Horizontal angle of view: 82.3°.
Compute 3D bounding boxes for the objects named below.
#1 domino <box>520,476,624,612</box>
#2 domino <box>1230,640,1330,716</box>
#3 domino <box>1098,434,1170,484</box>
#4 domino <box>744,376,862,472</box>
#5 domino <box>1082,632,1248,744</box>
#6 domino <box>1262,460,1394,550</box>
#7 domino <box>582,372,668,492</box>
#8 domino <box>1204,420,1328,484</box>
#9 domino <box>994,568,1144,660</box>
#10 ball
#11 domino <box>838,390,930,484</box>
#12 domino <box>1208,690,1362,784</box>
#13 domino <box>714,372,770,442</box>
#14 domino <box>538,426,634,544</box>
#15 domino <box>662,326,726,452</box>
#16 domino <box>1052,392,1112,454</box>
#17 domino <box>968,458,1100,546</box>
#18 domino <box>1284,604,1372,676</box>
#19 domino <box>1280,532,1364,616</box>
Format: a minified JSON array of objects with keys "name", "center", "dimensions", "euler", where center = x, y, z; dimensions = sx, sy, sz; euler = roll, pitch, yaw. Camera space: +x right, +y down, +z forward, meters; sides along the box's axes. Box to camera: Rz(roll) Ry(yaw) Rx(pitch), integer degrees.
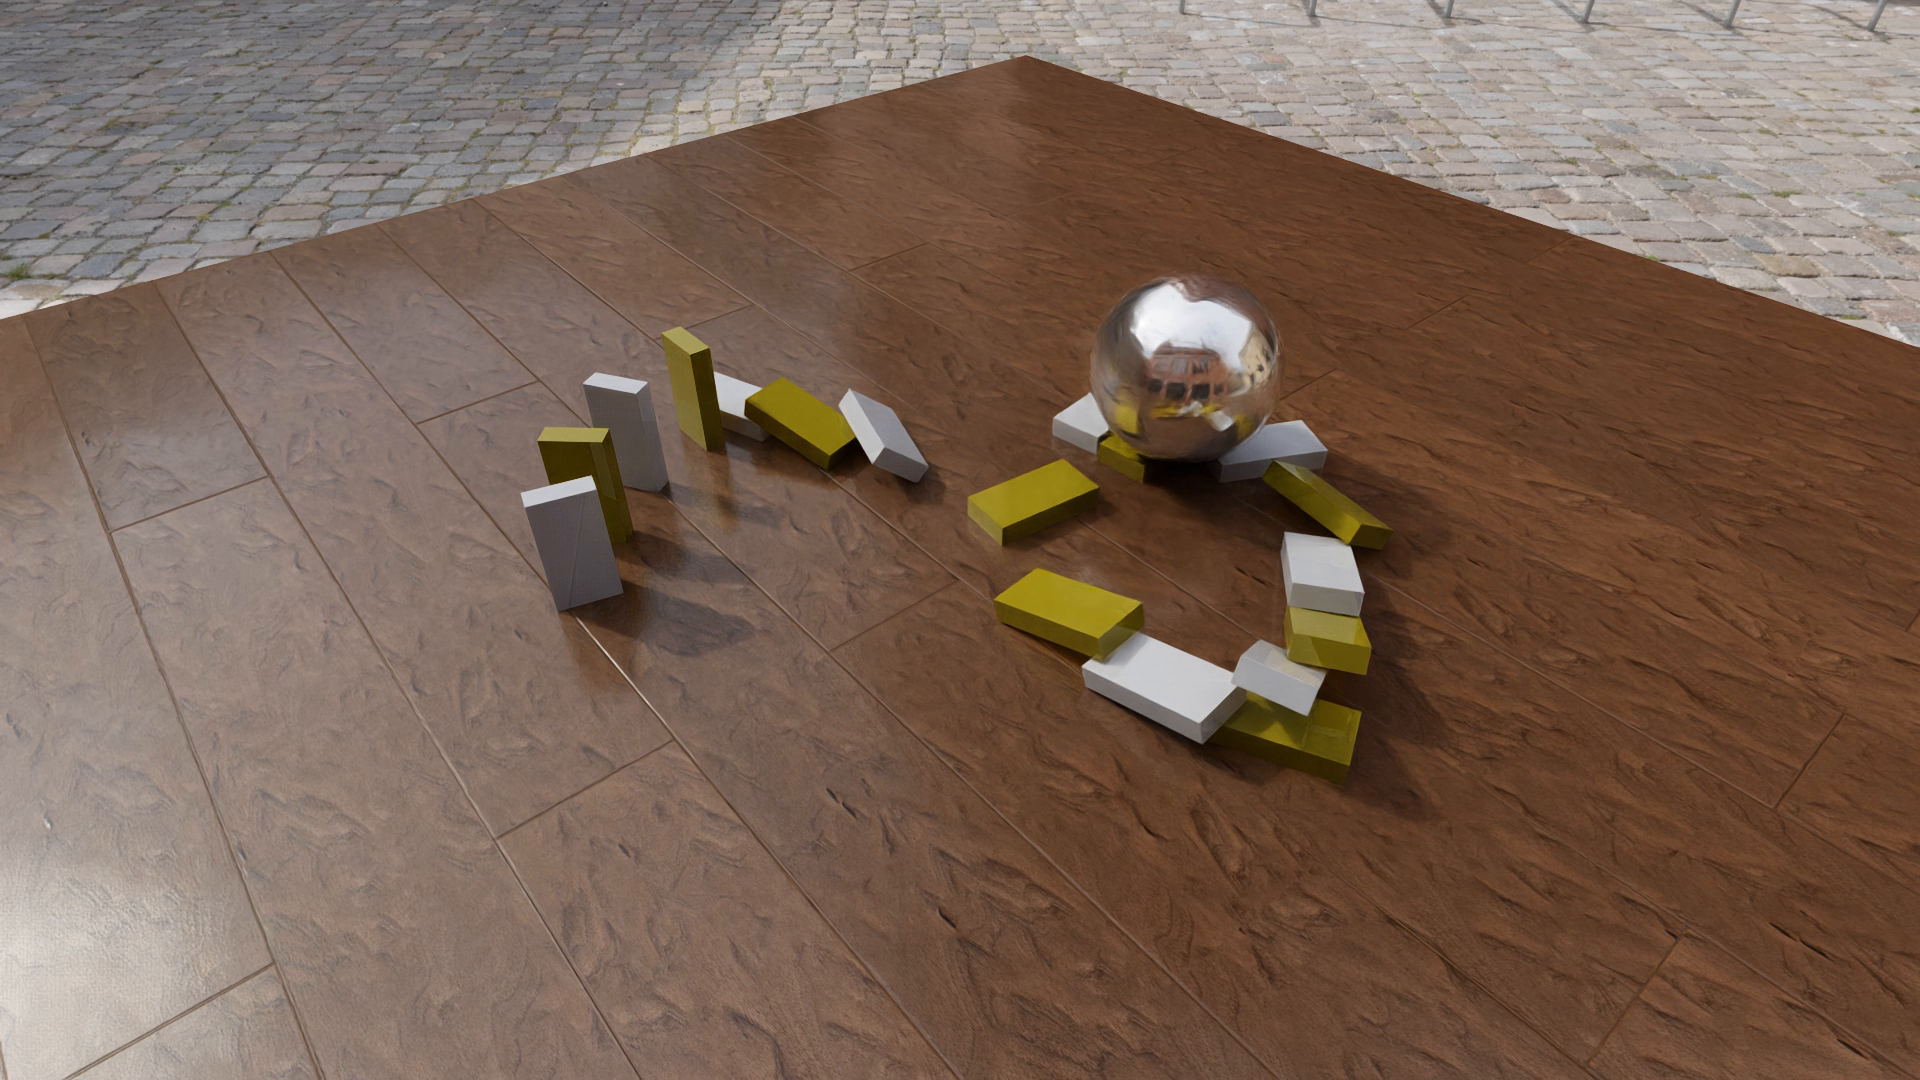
[{"name":"domino","center":[-0.144,0.002,0.409],"dimensions":[0.025,0.050,0.010],"euler":[-17,42,-19]},{"name":"domino","center":[0.106,0.045,0.362],"dimensions":[0.025,0.009,0.050],"euler":[23,9,20]},{"name":"domino","center":[0.089,-0.045,0.498],"dimensions":[0.025,0.009,0.050],"euler":[32,49,33]},{"name":"domino","center":[-0.071,-0.053,0.500],"dimensions":[0.050,0.010,0.025],"euler":[33,48,17]},{"name":"domino","center":[0.069,0.049,0.374],"dimensions":[0.025,0.009,0.050],"euler":[-36,38,-29]},{"name":"domino","center":[0.151,-0.015,0.453],"dimensions":[0.025,0.010,0.050],"euler":[7,29,-40]},{"name":"domino","center":[-0.141,-0.045,0.466],"dimensions":[0.025,0.050,0.009],"euler":[12,41,14]},{"name":"domino","center":[0.135,-0.040,0.492],"dimensions":[0.050,0.009,0.025],"euler":[-9,40,-10]},{"name":"domino","center":[0.039,0.026,0.402],"dimensions":[0.050,0.010,0.025],"euler":[18,41,43]},{"name":"ball","center":[0.094,-0.072,0.460],"dimensions":[0.080,0.080,0.080],"euler":[0,39,0]},{"name":"domino","center":[-0.034,-0.047,0.490],"dimensions":[0.025,0.009,0.050],"euler":[22,24,-38]},{"name":"domino","center":[0.106,0.062,0.368],"dimensions":[0.050,0.010,0.025],"euler":[16,42,19]},{"name":"domino","center":[-0.106,-0.064,0.521],"dimensions":[0.050,0.009,0.025],"euler":[21,44,24]},{"name":"domino","center":[-0.148,-0.021,0.437],"dimensions":[0.025,0.050,0.010],"euler":[1,39,2]},{"name":"domino","center":[-0.120,-0.068,0.494],"dimensions":[0.010,0.050,0.025],"euler":[-29,47,-30]},{"name":"domino","center":[0.069,-0.059,0.516],"dimensions":[0.025,0.010,0.050],"euler":[29,47,31]},{"name":"domino","center":[0.031,-0.016,0.464],"dimensions":[0.050,0.009,0.025],"euler":[-23,45,-25]},{"name":"domino","center":[0.128,0.033,0.385],"dimensions":[0.025,0.010,0.050],"euler":[11,13,13]},{"name":"domino","center":[0.137,0.012,0.418],"dimensions":[0.025,0.010,0.050],"euler":[8,24,10]}]
